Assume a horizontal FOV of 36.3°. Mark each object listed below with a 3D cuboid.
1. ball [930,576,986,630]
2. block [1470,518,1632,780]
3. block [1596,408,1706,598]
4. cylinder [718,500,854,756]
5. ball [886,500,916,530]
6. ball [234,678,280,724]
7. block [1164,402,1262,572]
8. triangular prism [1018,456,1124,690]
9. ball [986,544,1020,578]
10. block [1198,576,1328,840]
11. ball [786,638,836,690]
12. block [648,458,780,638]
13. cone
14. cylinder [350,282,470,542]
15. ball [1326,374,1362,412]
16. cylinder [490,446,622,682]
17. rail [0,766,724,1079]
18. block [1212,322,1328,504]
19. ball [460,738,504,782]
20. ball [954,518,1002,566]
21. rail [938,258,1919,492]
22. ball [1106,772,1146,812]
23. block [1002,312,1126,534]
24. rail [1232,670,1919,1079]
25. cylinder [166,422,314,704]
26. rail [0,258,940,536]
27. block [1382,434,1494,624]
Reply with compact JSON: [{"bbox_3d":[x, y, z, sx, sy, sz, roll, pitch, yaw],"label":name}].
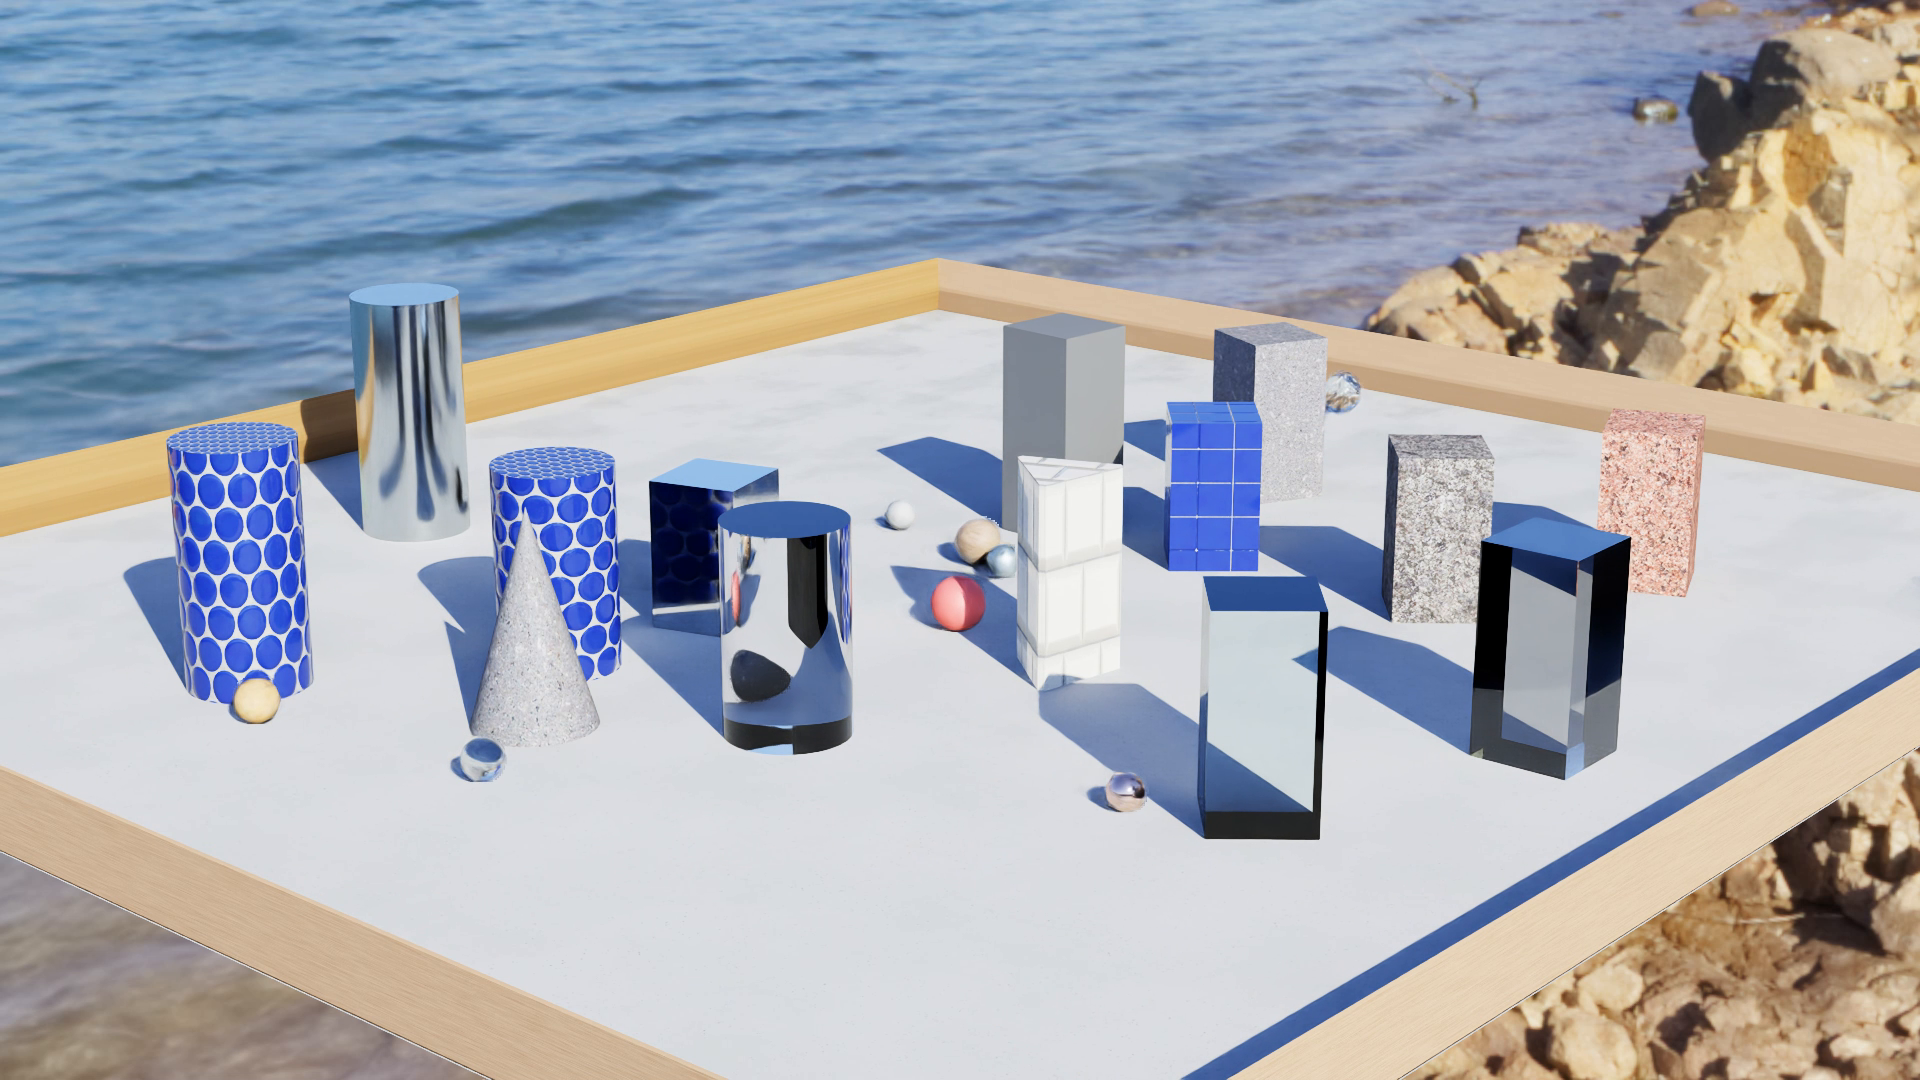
[{"bbox_3d":[-0.002,0.106,4.944,0.093,0.093,0.093,0,17,0],"label":"ball"},{"bbox_3d":[0.874,0.159,4.348,0.160,0.336,0.160,13,21,38],"label":"block"},{"bbox_3d":[1.218,-0.067,5.179,0.160,0.289,0.160,6,18,18],"label":"block"},{"bbox_3d":[-0.262,0.131,4.434,0.200,0.339,0.200,0,17,0],"label":"cylinder"},{"bbox_3d":[-0.112,-0.047,5.516,0.056,0.056,0.056,0,17,0],"label":"ball"},{"bbox_3d":[-1.083,0.247,4.515,0.070,0.070,0.070,0,17,0],"label":"ball"},{"bbox_3d":[0.456,-0.098,5.306,0.160,0.274,0.160,0,17,0],"label":"block"},{"bbox_3d":[0.145,0.044,4.720,0.173,0.340,0.150,-14,22,-39],"label":"triangular prism"},{"bbox_3d":[0.077,0.038,5.226,0.060,0.060,0.060,0,17,0],"label":"ball"},{"bbox_3d":[0.421,0.234,4.102,0.160,0.334,0.160,0,17,1],"label":"block"},{"bbox_3d":[-0.236,0.197,4.660,0.081,0.081,0.081,0,17,0],"label":"ball"},{"bbox_3d":[-0.413,0.013,4.966,0.160,0.258,0.160,8,18,24],"label":"block"},{"bbox_3d":[-0.655,0.117,4.464,0.200,0.349,0.200,0,17,0],"label":"cone"},{"bbox_3d":[-1.026,-0.239,5.473,0.200,0.448,0.200,0,17,0],"label":"cylinder"},{"bbox_3d":[0.829,-0.320,6.370,0.086,0.086,0.086,0,17,0],"label":"ball"},{"bbox_3d":[-0.652,0.040,4.735,0.200,0.341,0.200,0,17,0],"label":"cylinder"},{"bbox_3d":[-1.124,0.406,3.880,3.168,0.130,0.045,14,22,39],"label":"rail"},{"bbox_3d":[0.603,-0.249,5.734,0.160,0.317,0.160,-8,18,-24],"label":"block"},{"bbox_3d":[-0.698,0.320,4.281,0.064,0.064,0.064,0,17,0],"label":"ball"},{"bbox_3d":[0.033,0.003,5.300,0.084,0.084,0.084,0,17,0],"label":"ball"},{"bbox_3d":[1.124,-0.341,6.359,3.168,0.130,0.045,14,22,39],"label":"rail"},{"bbox_3d":[0.235,0.358,4.169,0.057,0.057,0.057,0,17,0],"label":"ball"},{"bbox_3d":[0.193,-0.208,5.469,0.160,0.392,0.160,16,23,43],"label":"block"},{"bbox_3d":[1.178,0.328,4.140,0.045,0.130,3.476,14,22,39],"label":"rail"},{"bbox_3d":[-1.137,0.034,4.638,0.200,0.406,0.200,0,17,0],"label":"cylinder"},{"bbox_3d":[-1.178,-0.262,6.099,0.045,0.130,3.476,14,22,39],"label":"rail"},{"bbox_3d":[0.817,-0.020,5.021,0.160,0.290,0.160,0,17,2],"label":"block"}]
